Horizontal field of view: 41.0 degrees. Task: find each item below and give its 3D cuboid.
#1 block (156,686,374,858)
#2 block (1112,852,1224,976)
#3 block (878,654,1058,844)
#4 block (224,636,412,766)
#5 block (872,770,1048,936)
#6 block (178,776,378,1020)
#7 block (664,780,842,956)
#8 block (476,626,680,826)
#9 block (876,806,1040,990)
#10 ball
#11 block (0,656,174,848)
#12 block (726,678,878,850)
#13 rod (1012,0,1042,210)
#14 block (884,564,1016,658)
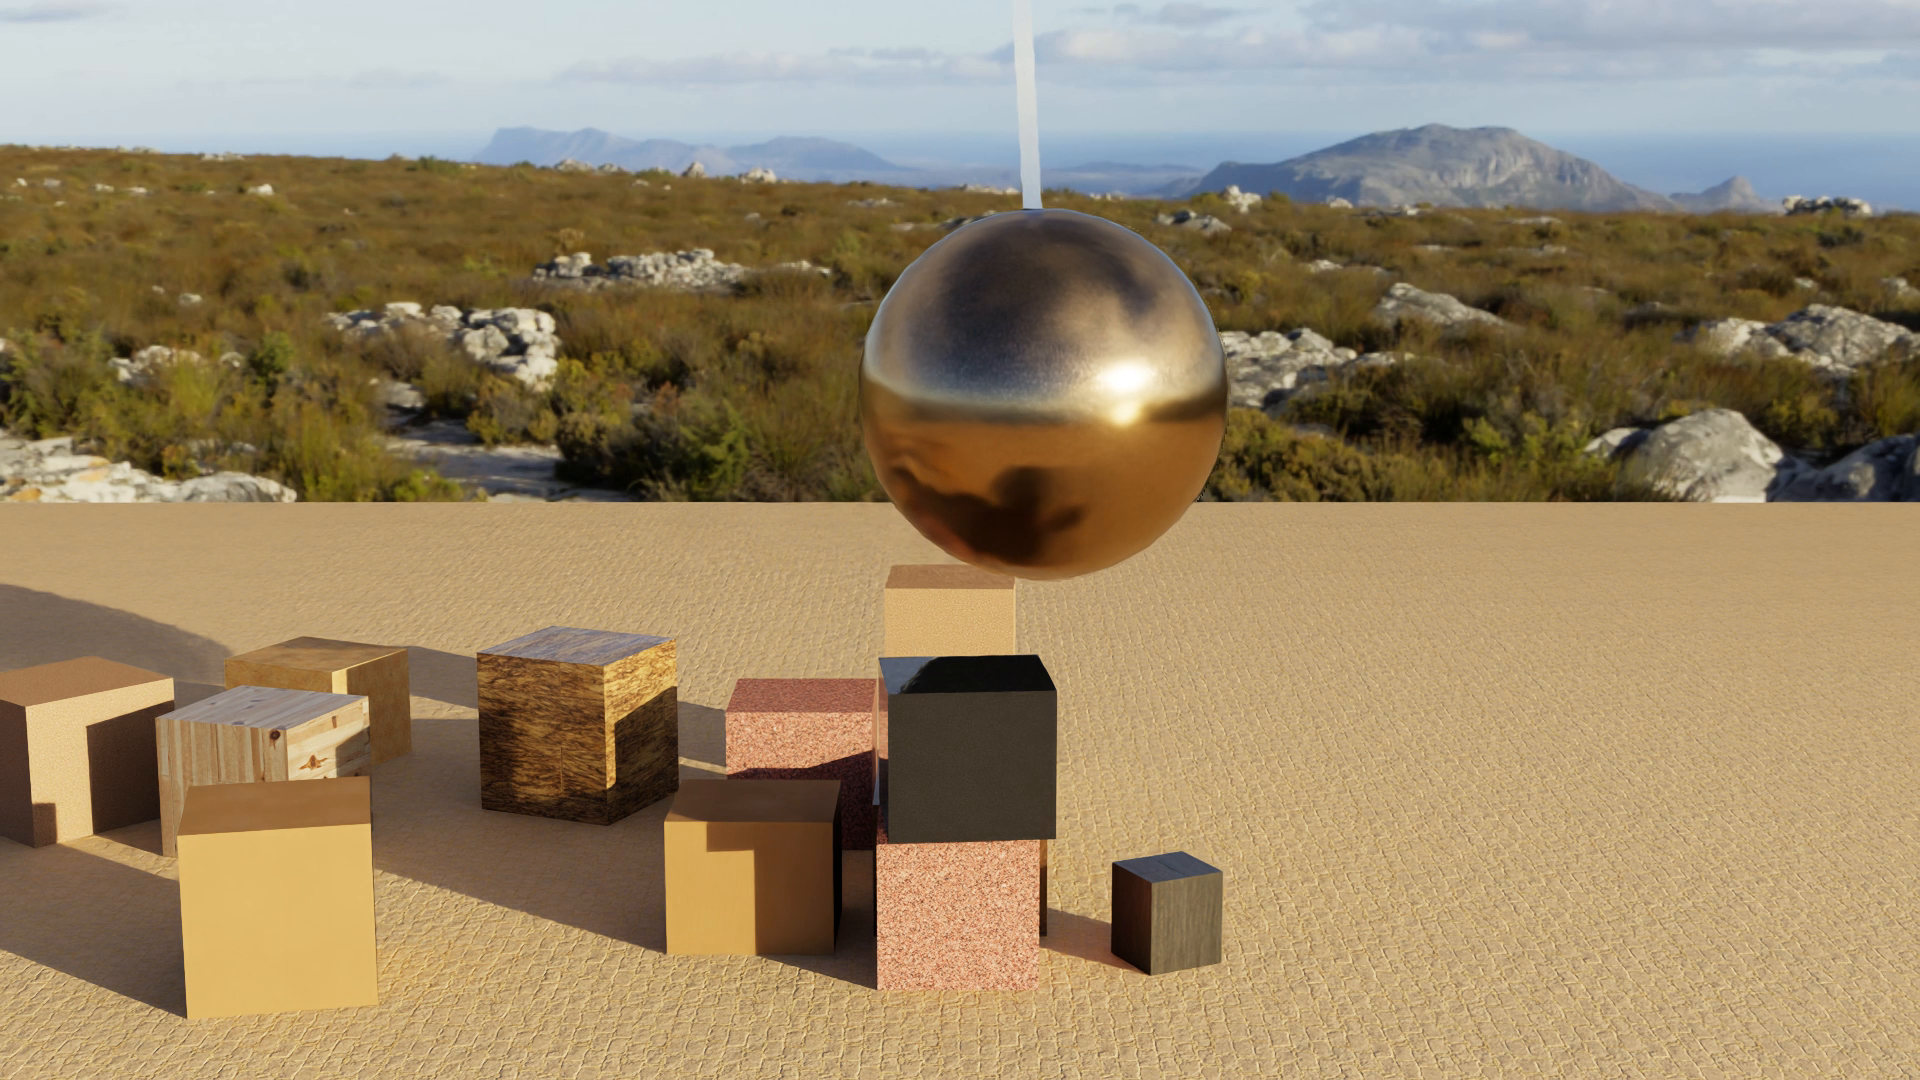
[{"bbox_3d":[-3.188,1.083,11.799,0.685,0.648,0.669,3,11,19],"label":"block"},{"bbox_3d":[0.829,1.493,10.286,0.331,0.382,0.308,-5,12,-27],"label":"block"},{"bbox_3d":[0.021,0.799,9.928,0.635,0.578,0.610,-1,10,-5],"label":"block"},{"bbox_3d":[-3.319,0.860,13.289,0.690,0.554,0.608,5,11,25],"label":"block"},{"bbox_3d":[0.001,1.293,10.883,0.715,0.562,0.721,0,10,0],"label":"block"},{"bbox_3d":[-2.642,1.376,9.992,0.700,0.717,0.689,-2,11,-13],"label":"block"},{"bbox_3d":[-0.842,1.345,10.610,0.674,0.558,0.627,0,10,1],"label":"block"},{"bbox_3d":[-1.853,0.891,12.497,0.711,0.776,0.665,5,11,24],"label":"block"},{"bbox_3d":[-0.008,1.372,10.203,0.626,0.649,0.622,0,10,0],"label":"block"},{"bbox_3d":[0.355,-0.627,11.066,1.600,1.600,1.600,0,10,0],"label":"ball"},{"bbox_3d":[-4.267,0.994,12.229,0.717,0.668,0.756,9,14,40],"label":"block"},{"bbox_3d":[-0.731,1.042,12.023,0.664,0.648,0.668,0,10,0],"label":"block"},{"bbox_3d":[0.154,-3.966,10.459,0.080,5.200,0.080,-3,10,1],"label":"rod"},{"bbox_3d":[-0.042,0.481,12.672,0.620,0.609,0.603,0,10,2],"label":"block"}]
